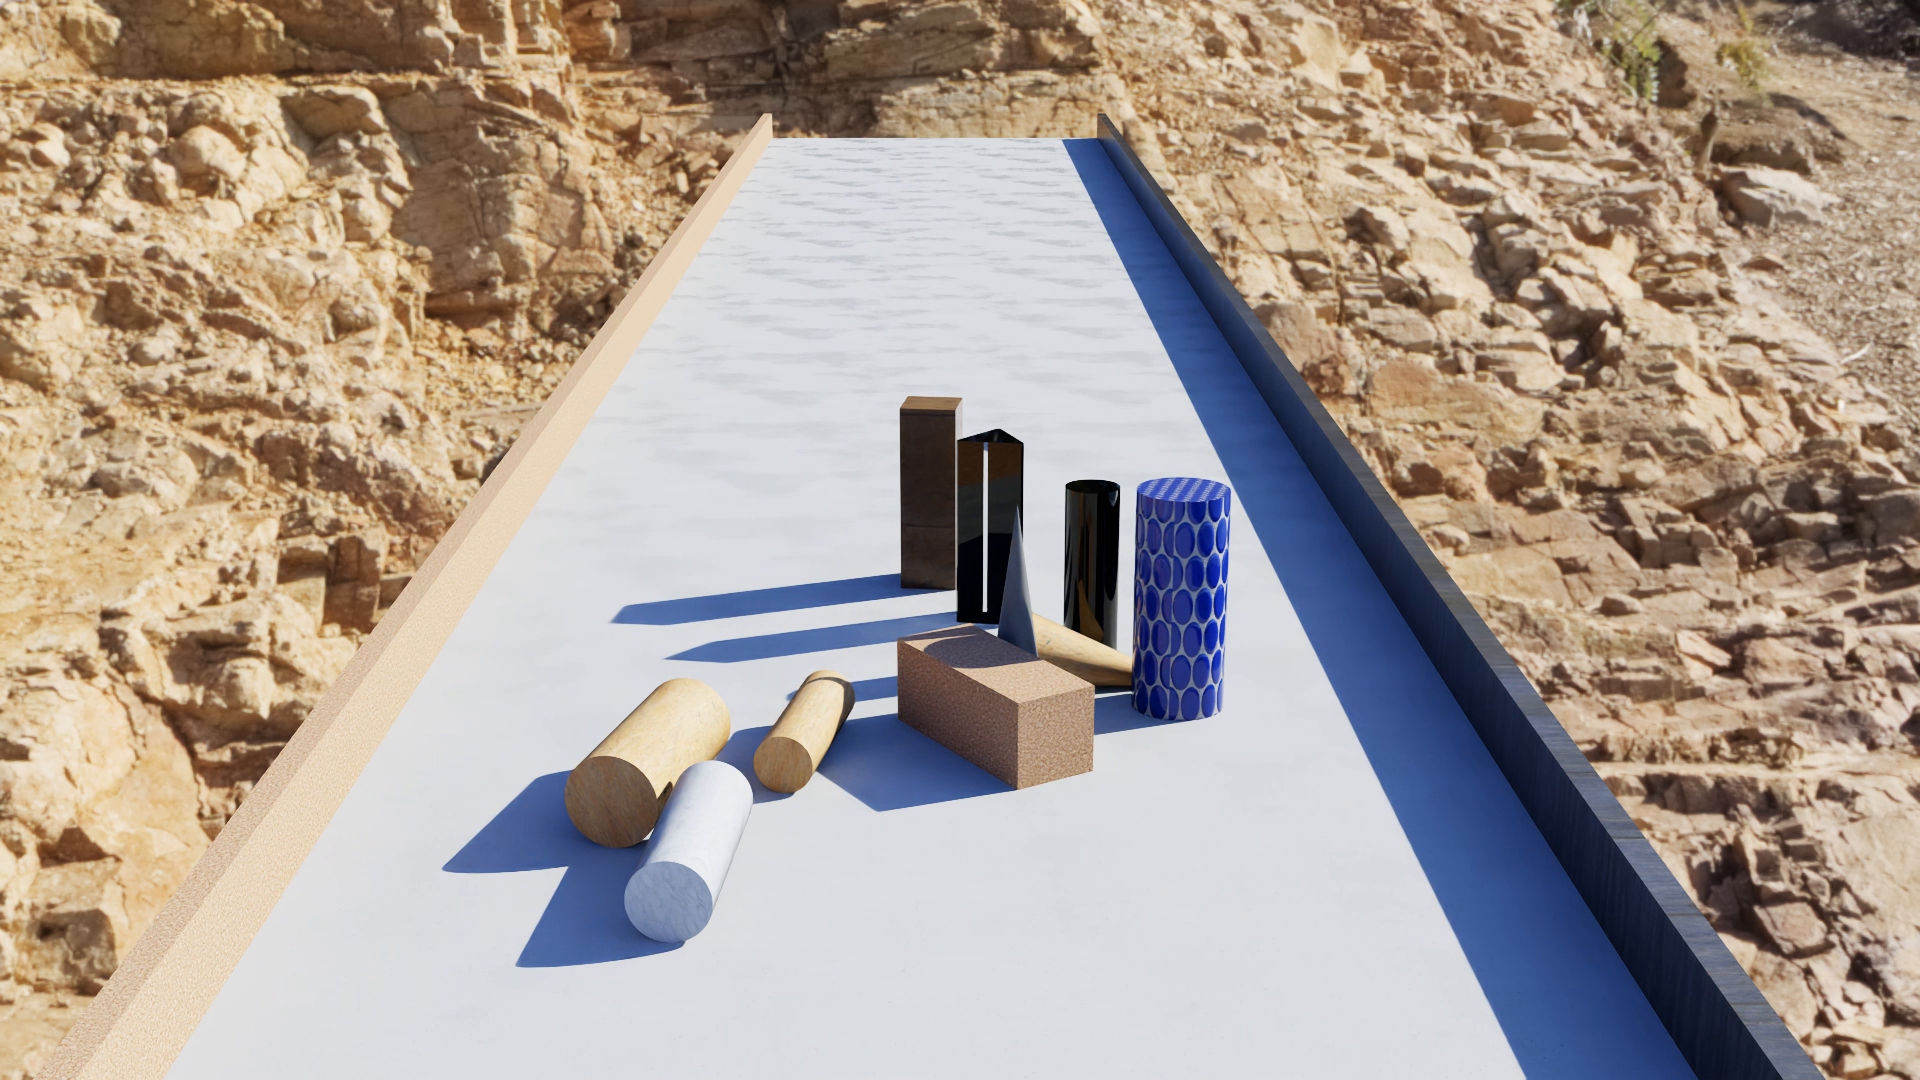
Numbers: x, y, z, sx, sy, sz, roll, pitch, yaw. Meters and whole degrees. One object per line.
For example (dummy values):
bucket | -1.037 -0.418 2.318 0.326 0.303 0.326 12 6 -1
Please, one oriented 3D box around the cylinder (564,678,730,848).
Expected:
cylinder | -0.520 0.370 3.704 0.160 0.160 0.369 4 17 12

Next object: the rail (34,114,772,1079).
rail | -1.118 -0.838 7.780 0.050 0.150 12.000 0 17 -1

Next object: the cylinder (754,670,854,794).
cylinder | -0.274 0.337 3.912 0.104 0.104 0.337 3 17 9

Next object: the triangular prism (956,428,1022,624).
triangular prism | 0.071 -0.030 4.635 0.138 0.394 0.120 3 17 9

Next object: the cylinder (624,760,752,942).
cylinder | -0.414 0.475 3.399 0.131 0.131 0.385 1 17 3

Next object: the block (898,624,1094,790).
block | 0.059 0.293 3.960 0.160 0.160 0.401 -10 19 -31

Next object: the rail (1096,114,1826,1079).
rail | 0.932 -0.844 7.801 0.050 0.150 12.000 0 17 -1

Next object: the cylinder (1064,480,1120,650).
cylinder | 0.261 0.067 4.367 0.109 0.361 0.109 0 17 0

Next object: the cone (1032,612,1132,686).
cone | 0.292 0.248 4.269 0.341 0.146 0.146 12 17 0

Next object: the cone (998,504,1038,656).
cone | 0.106 0.122 4.120 0.110 0.397 0.110 0 17 0

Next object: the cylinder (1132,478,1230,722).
cylinder | 0.412 0.109 4.117 0.174 0.423 0.174 0 17 0

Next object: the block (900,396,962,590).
block | -0.062 -0.104 4.861 0.122 0.408 0.122 2 17 7
